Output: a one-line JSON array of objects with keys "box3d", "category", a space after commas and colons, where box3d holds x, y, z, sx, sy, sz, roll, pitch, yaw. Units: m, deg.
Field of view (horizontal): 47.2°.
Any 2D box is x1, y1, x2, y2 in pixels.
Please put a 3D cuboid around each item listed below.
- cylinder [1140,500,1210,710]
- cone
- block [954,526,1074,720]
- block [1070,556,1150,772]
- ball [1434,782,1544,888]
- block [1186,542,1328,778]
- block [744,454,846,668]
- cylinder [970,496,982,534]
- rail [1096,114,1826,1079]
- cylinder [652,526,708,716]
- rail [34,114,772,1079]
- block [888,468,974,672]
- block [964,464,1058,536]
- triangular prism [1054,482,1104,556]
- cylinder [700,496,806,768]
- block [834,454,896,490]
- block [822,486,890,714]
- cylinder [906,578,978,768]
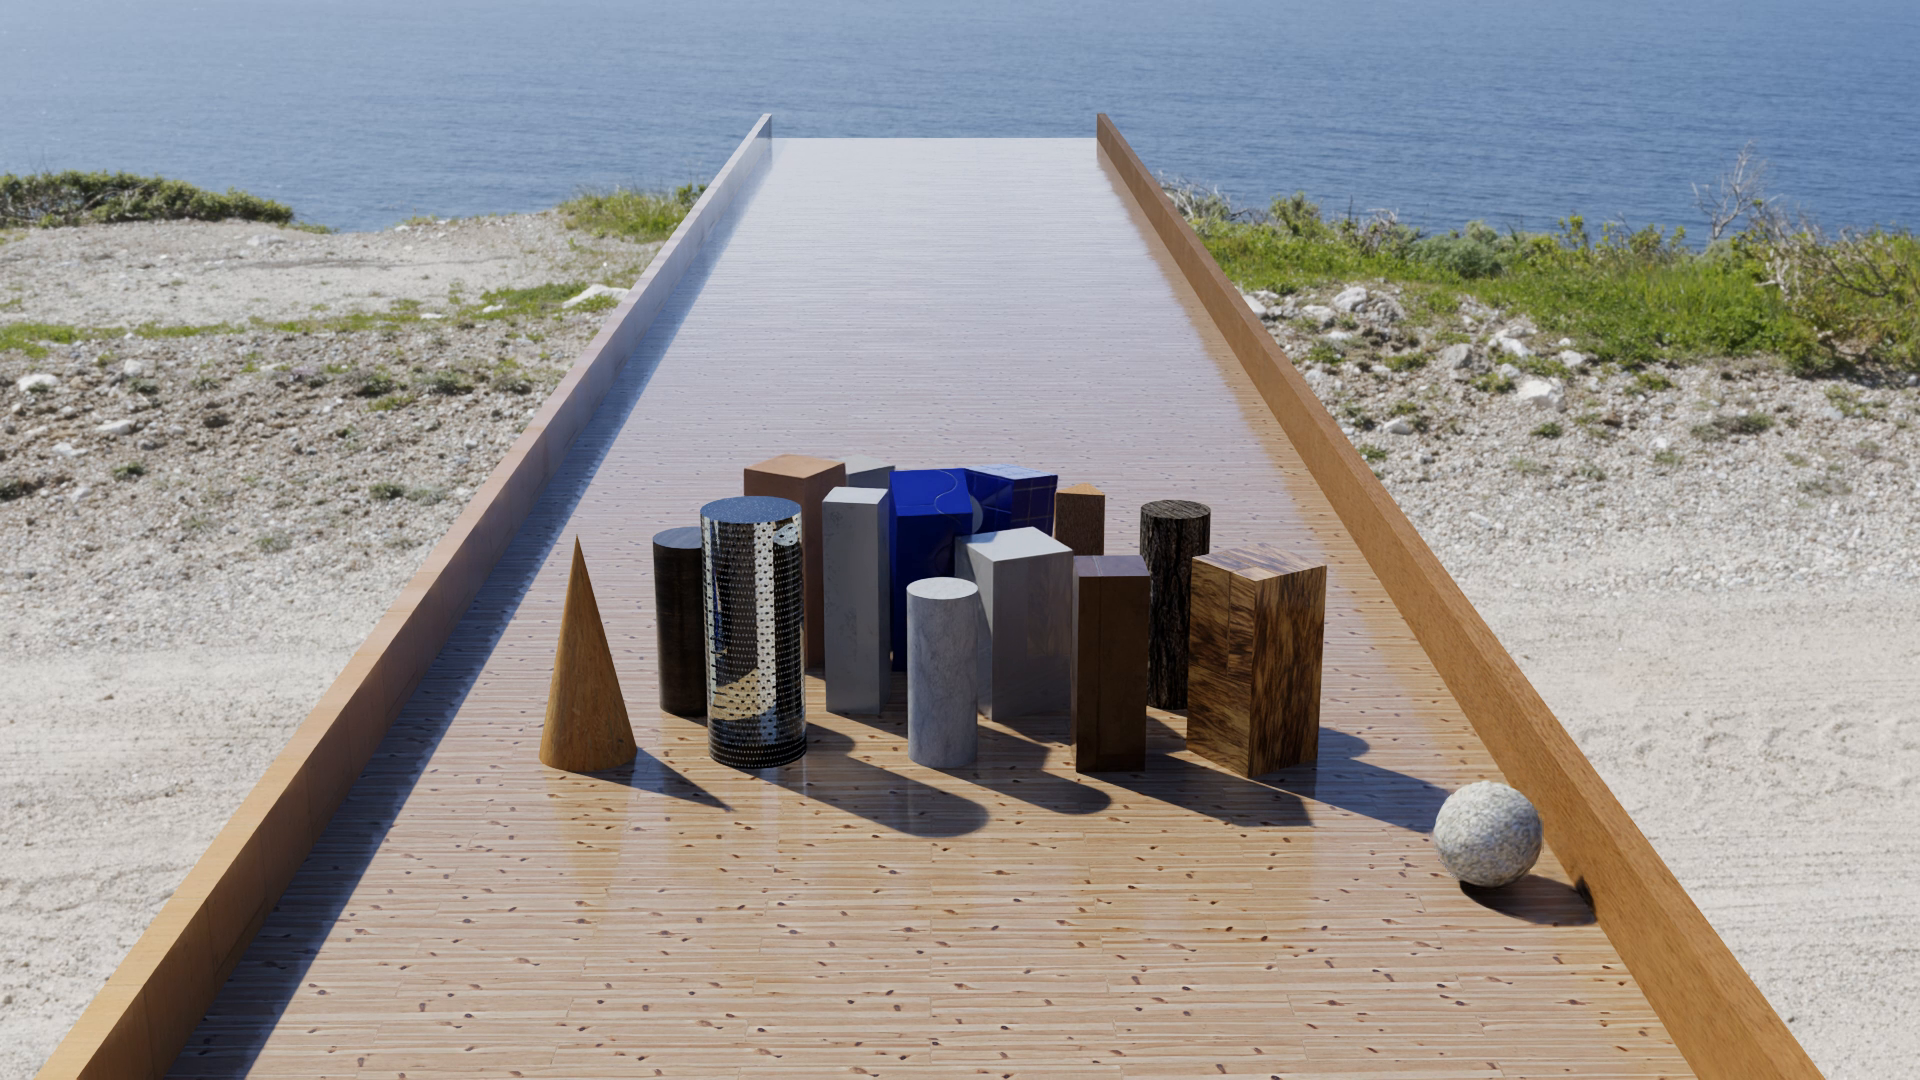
[{"box3d": [0.403, 0.122, 4.158, 0.130, 0.375, 0.130, 0, 17, 0], "category": "cylinder"}, {"box3d": [-0.667, 0.185, 3.885, 0.174, 0.411, 0.174, 0, 17, 0], "category": "cone"}, {"box3d": [0.100, 0.155, 4.153, 0.165, 0.312, 0.165, -8, 19, -24], "category": "block"}, {"box3d": [0.262, 0.217, 3.866, 0.122, 0.360, 0.122, -1, 17, -2], "category": "block"}, {"box3d": [0.818, 0.456, 3.406, 0.164, 0.164, 0.164, 0, 17, 0], "category": "ball"}, {"box3d": [0.522, 0.210, 3.887, 0.165, 0.361, 0.165, -11, 20, -33], "category": "block"}, {"box3d": [-0.327, 0.040, 4.408, 0.145, 0.391, 0.145, 10, 19, 29], "category": "block"}, {"box3d": [-0.074, 0.030, 4.533, 0.100, 0.100, 0.412, -8, -21, -26], "category": "cylinder"}, {"box3d": [0.932, -0.844, 7.801, 0.050, 0.150, 12.000, 0, 17, -1], "category": "rail"}, {"box3d": [-0.499, 0.153, 4.136, 0.145, 0.329, 0.145, 0, 17, 0], "category": "cylinder"}, {"box3d": [-1.118, -0.838, 7.780, 0.050, 0.150, 12.000, 0, 17, -1], "category": "rail"}, {"box3d": [-0.064, 0.062, 4.292, 0.143, 0.388, 0.143, -3, 38, -7], "category": "block"}, {"box3d": [0.087, 0.025, 4.524, 0.141, 0.338, 0.141, 14, 14, 39], "category": "block"}, {"box3d": [0.245, 0.061, 4.419, 0.098, 0.343, 0.085, 3, 17, 11], "category": "triangular prism"}, {"box3d": [-0.364, 0.162, 3.891, 0.176, 0.450, 0.176, 0, 17, 0], "category": "cylinder"}, {"box3d": [-0.216, 0.016, 4.545, 0.118, 0.358, 0.118, -13, 21, -38], "category": "block"}, {"box3d": [-0.193, 0.114, 4.123, 0.103, 0.411, 0.103, 3, 17, 9], "category": "block"}, {"box3d": [-0.031, 0.234, 3.891, 0.125, 0.313, 0.125, 0, 17, 0], "category": "cylinder"}]
